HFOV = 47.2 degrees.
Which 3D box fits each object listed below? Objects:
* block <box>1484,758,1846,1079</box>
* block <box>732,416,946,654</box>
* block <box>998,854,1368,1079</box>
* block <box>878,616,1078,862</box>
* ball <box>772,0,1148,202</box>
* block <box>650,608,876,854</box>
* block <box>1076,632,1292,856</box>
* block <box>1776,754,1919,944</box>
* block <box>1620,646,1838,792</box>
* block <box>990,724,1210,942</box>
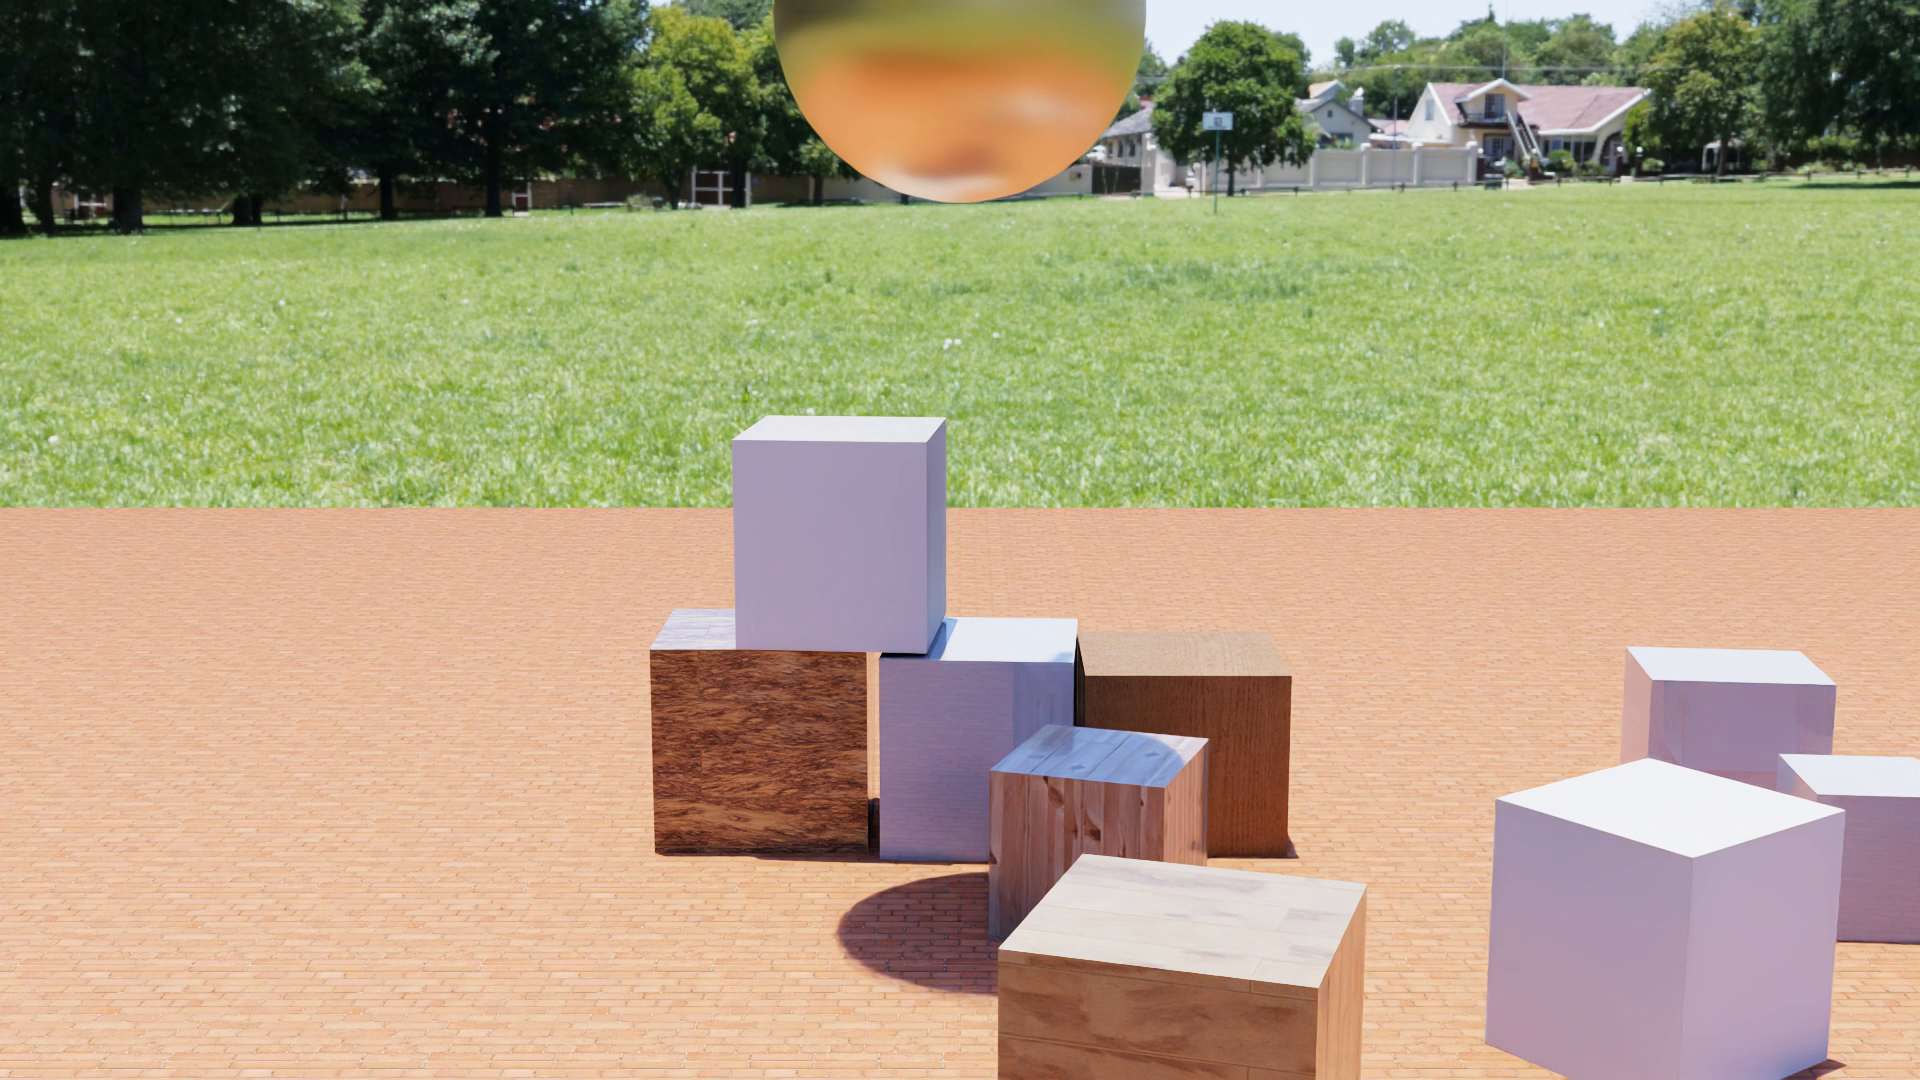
[{"bbox_3d":[2.710,1.503,8.494,0.947,1.004,0.889,-7,13,-36],"label":"block"},{"bbox_3d":[-0.586,-0.051,11.118,0.943,1.036,0.956,1,10,5],"label":"block"},{"bbox_3d":[0.795,1.722,7.667,1.061,0.869,1.040,3,11,18],"label":"block"},{"bbox_3d":[0.113,0.998,11.236,0.948,1.016,0.981,1,10,4],"label":"block"},{"bbox_3d":[0.000,-2.253,9.409,1.600,1.600,1.600,0,10,0],"label":"ball"},{"bbox_3d":[-0.990,0.964,11.346,1.065,1.043,0.948,0,10,0],"label":"block"},{"bbox_3d":[1.124,1.029,11.336,1.010,0.920,0.986,0,10,1],"label":"block"},{"bbox_3d":[4.109,1.395,10.018,0.616,0.670,0.649,1,10,6],"label":"block"},{"bbox_3d":[4.071,1.038,11.729,0.918,0.762,0.759,1,10,7],"label":"block"},{"bbox_3d":[0.640,1.349,9.950,0.789,0.786,0.828,4,11,19],"label":"block"}]
